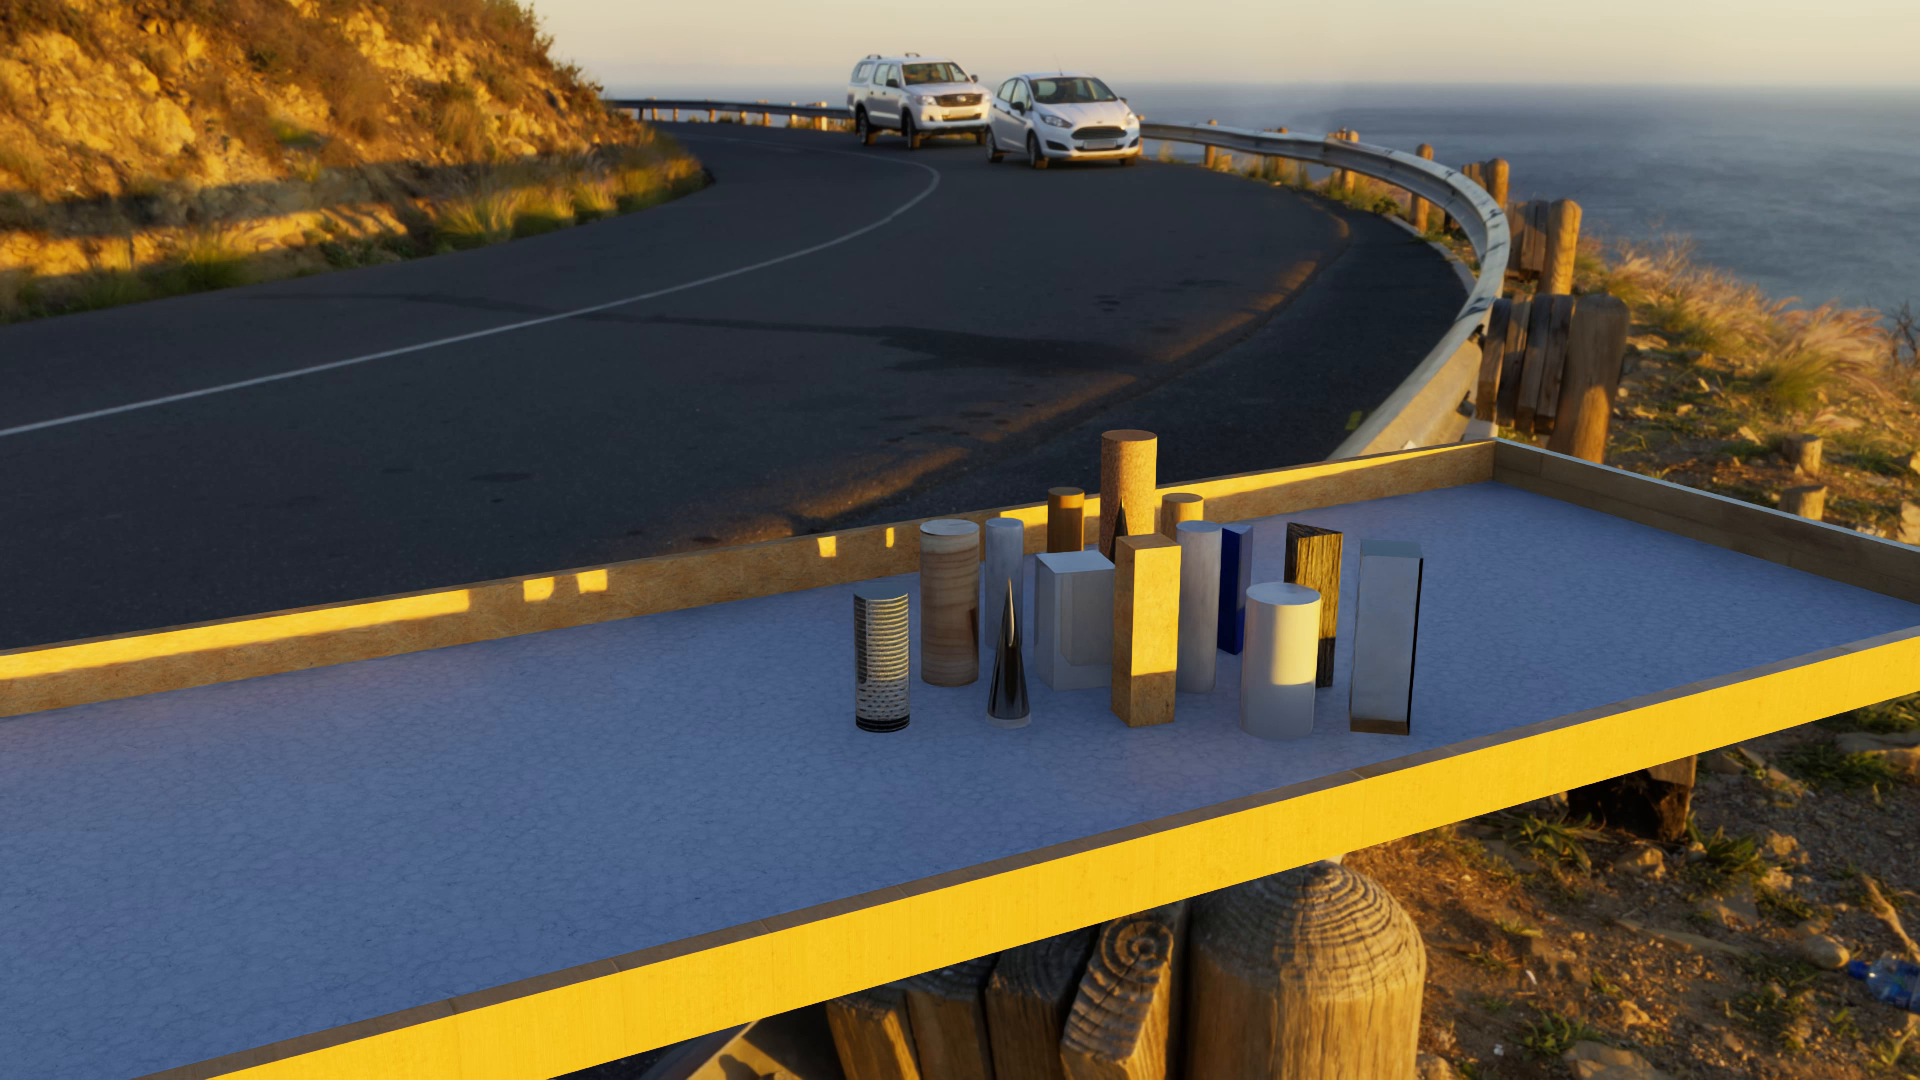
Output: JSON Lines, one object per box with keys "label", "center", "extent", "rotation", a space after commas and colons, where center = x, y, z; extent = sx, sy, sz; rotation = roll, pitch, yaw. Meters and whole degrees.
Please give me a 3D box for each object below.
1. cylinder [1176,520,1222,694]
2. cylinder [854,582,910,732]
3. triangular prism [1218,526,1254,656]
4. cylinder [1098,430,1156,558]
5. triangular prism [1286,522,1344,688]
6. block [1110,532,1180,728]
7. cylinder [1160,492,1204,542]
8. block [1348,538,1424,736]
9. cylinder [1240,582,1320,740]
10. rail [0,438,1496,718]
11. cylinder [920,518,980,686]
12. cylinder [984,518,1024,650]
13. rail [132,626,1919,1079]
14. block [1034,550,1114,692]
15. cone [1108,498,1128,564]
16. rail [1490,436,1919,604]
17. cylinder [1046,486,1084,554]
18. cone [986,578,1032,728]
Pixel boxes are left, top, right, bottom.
{"label": "cylinder", "center": [0.581, 0.165, 4.062], "extent": [0.112, 0.413, 0.112], "rotation": [0, 16, 0]}
{"label": "cylinder", "center": [-0.182, 0.274, 3.846], "extent": [0.128, 0.325, 0.128], "rotation": [0, 16, 0]}
{"label": "triangular prism", "center": [0.732, 0.127, 4.337], "extent": [0.080, 0.331, 0.092], "rotation": [-10, 19, -30]}
{"label": "cylinder", "center": [0.488, -0.081, 4.816], "extent": [0.159, 0.460, 0.159], "rotation": [0, 16, 0]}
{"label": "triangular prism", "center": [0.839, 0.163, 4.094], "extent": [0.147, 0.397, 0.127], "rotation": [-6, 18, -21]}
{"label": "block", "center": [0.434, 0.211, 3.867], "extent": [0.113, 0.434, 0.113], "rotation": [-5, 17, -17]}
{"label": "cylinder", "center": [0.610, 0.050, 4.573], "extent": [0.114, 0.346, 0.114], "rotation": [0, 16, 0]}
{"label": "block", "center": [0.986, 0.225, 3.828], "extent": [0.132, 0.429, 0.132], "rotation": [3, 17, 11]}
{"label": "cylinder", "center": [0.740, 0.280, 3.822], "extent": [0.170, 0.327, 0.170], "rotation": [0, 16, 0]}
{"label": "rail", "center": [-3.305, 0.497, 3.399], "extent": [12.000, 0.150, 0.050], "rotation": [-9, 18, -27]}
{"label": "cylinder", "center": [-0.025, 0.157, 4.124], "extent": [0.148, 0.393, 0.148], "rotation": [0, 16, 0]}
{"label": "cylinder", "center": [0.116, 0.115, 4.367], "extent": [0.101, 0.336, 0.101], "rotation": [0, 16, 0]}
{"label": "rail", "center": [-2.336, 1.006, 1.665], "extent": [12.000, 0.150, 0.050], "rotation": [-9, 18, -27]}
{"label": "block", "center": [0.289, 0.199, 4.134], "extent": [0.164, 0.306, 0.164], "rotation": [-4, 17, -14]}
{"label": "cone", "center": [0.419, 0.082, 4.329], "extent": [0.150, 0.421, 0.150], "rotation": [0, 16, 0]}
{"label": "rail", "center": [2.466, -0.048, 5.253], "extent": [0.050, 0.150, 2.100], "rotation": [-9, 18, -27]}
{"label": "cylinder", "center": [0.293, 0.035, 4.604], "extent": [0.101, 0.355, 0.101], "rotation": [0, 16, 0]}
{"label": "cone", "center": [0.115, 0.253, 3.855], "extent": [0.109, 0.361, 0.109], "rotation": [0, 16, 0]}
